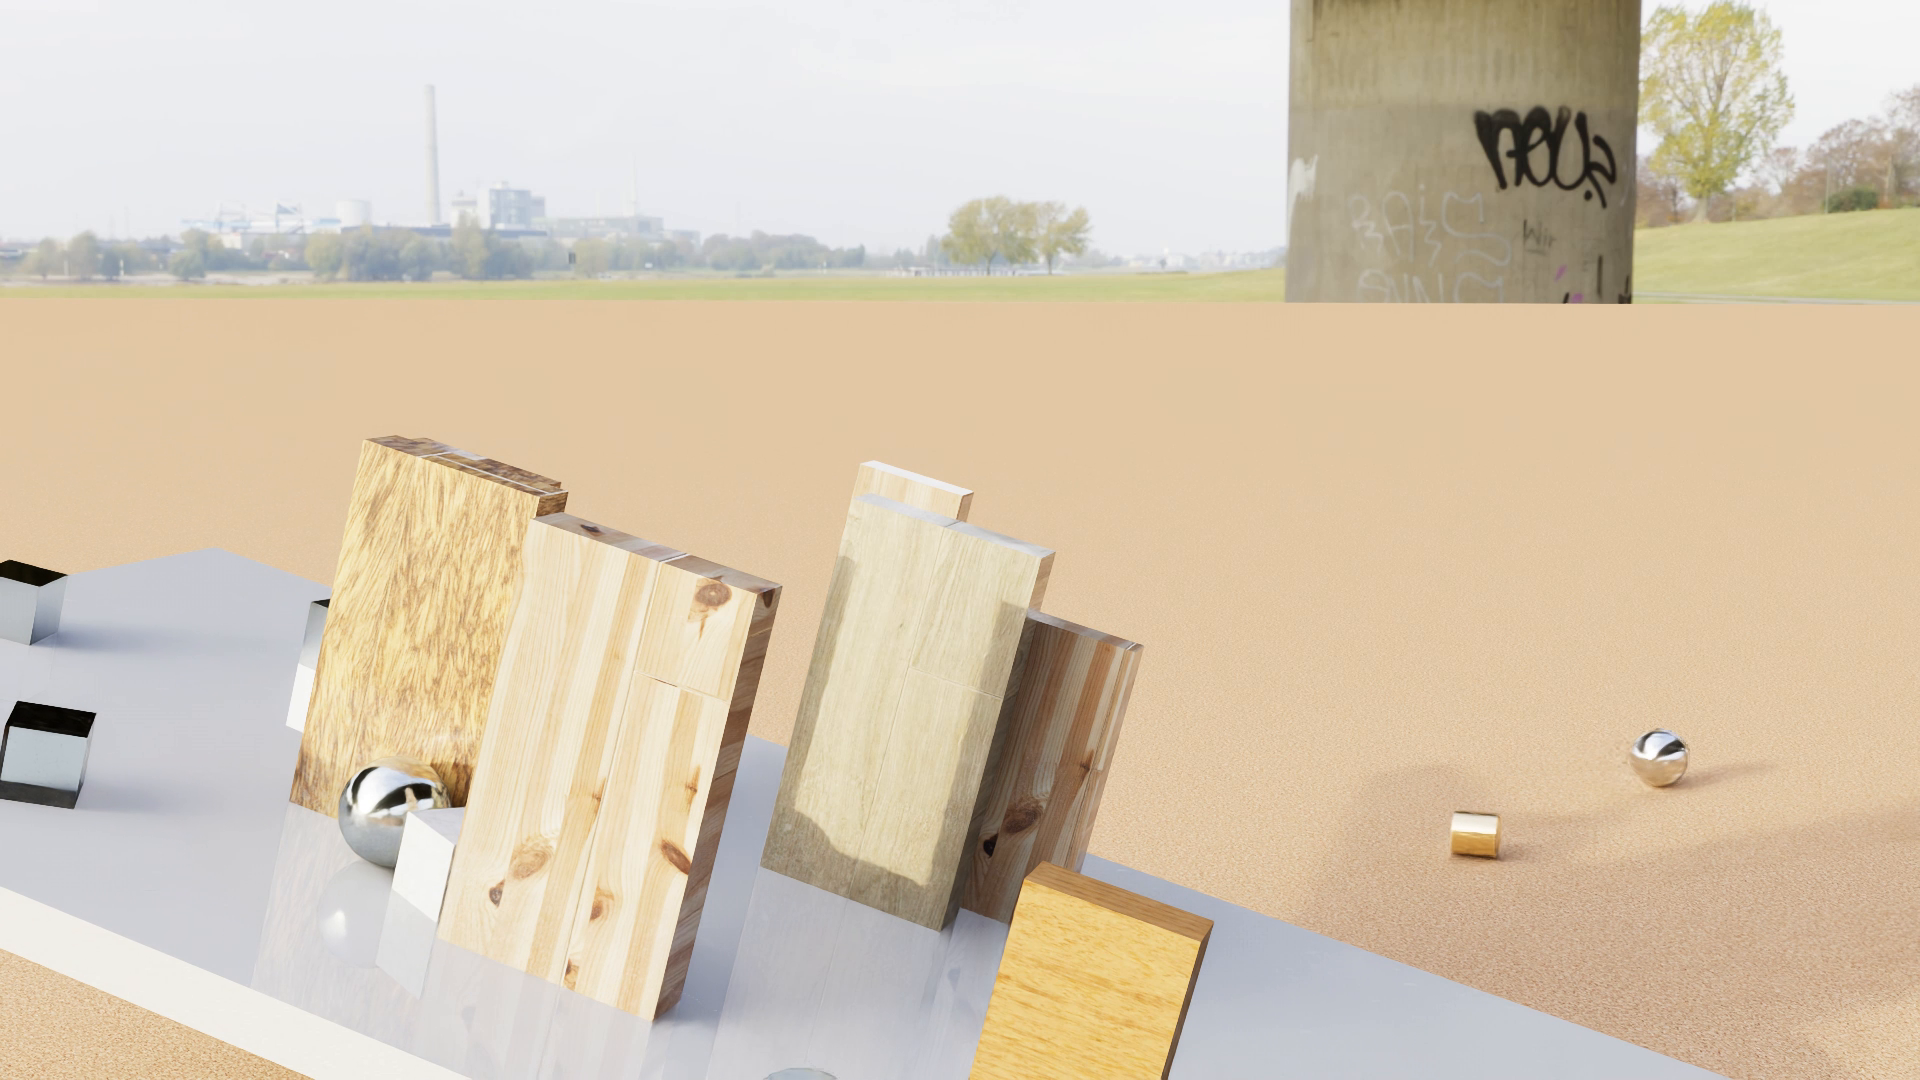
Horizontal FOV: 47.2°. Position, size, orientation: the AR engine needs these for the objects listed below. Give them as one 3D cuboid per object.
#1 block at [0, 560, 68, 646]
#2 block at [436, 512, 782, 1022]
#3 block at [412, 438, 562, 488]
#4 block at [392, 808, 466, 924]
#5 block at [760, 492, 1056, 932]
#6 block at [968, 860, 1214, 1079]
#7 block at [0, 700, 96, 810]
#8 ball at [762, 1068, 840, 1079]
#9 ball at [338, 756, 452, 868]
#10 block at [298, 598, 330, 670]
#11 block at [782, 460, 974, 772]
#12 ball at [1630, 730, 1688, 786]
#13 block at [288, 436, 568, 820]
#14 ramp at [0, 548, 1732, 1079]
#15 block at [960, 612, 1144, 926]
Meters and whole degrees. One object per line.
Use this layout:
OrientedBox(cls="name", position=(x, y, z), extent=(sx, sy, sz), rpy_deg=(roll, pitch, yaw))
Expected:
OrientedBox(cls="block", position=(-2.001, 0.132, 4.679), extent=(0.130, 0.130, 0.130), rpy_deg=(15, 11, 0))
OrientedBox(cls="block", position=(-0.592, 0.376, 3.683), extent=(0.415, 0.751, 0.112), rpy_deg=(18, 11, 15))
OrientedBox(cls="block", position=(-1.048, 0.150, 4.483), extent=(0.320, 0.647, 0.111), rpy_deg=(18, 11, 15))
OrientedBox(cls="block", position=(-0.890, 0.573, 3.897), extent=(0.147, 0.147, 0.147), rpy_deg=(24, 14, 40))
OrientedBox(cls="block", position=(-0.109, 0.342, 4.395), extent=(0.399, 0.784, 0.114), rpy_deg=(18, 11, 15))
OrientedBox(cls="block", position=(0.173, 0.778, 3.308), extent=(0.274, 0.514, 0.109), rpy_deg=(18, 11, 15))
OrientedBox(cls="block", position=(-1.627, 0.382, 3.913), extent=(0.135, 0.135, 0.135), rpy_deg=(11, 12, -17))
OrientedBox(cls="ball", position=(-0.230, 0.864, 3.156), extent=(0.208, 0.208, 0.208), rpy_deg=(0, 7, 0))
OrientedBox(cls="ball", position=(-1.023, 0.492, 3.984), extent=(0.202, 0.202, 0.202), rpy_deg=(0, 7, 0))
OrientedBox(cls="block", position=(-1.377, 0.225, 4.983), extent=(0.148, 0.148, 0.148), rpy_deg=(19, 12, 22))
OrientedBox(cls="block", position=(-0.189, 0.217, 5.001), extent=(0.247, 0.751, 0.093), rpy_deg=(18, 11, 15))
OrientedBox(cls="ball", position=(2.530, 0.792, 7.961), extent=(0.204, 0.204, 0.204), rpy_deg=(0, 7, 0))
OrientedBox(cls="block", position=(-0.996, 0.203, 4.107), extent=(0.369, 0.716, 0.114), rpy_deg=(18, 11, 15))
OrientedBox(cls="ramp", position=(-0.385, 0.765, 4.246), extent=(4.000, 0.100, 2.000), rpy_deg=(18, 11, 15))
OrientedBox(cls="block", position=(0.166, 0.478, 4.492), extent=(0.253, 0.626, 0.087), rpy_deg=(18, 11, 15))
